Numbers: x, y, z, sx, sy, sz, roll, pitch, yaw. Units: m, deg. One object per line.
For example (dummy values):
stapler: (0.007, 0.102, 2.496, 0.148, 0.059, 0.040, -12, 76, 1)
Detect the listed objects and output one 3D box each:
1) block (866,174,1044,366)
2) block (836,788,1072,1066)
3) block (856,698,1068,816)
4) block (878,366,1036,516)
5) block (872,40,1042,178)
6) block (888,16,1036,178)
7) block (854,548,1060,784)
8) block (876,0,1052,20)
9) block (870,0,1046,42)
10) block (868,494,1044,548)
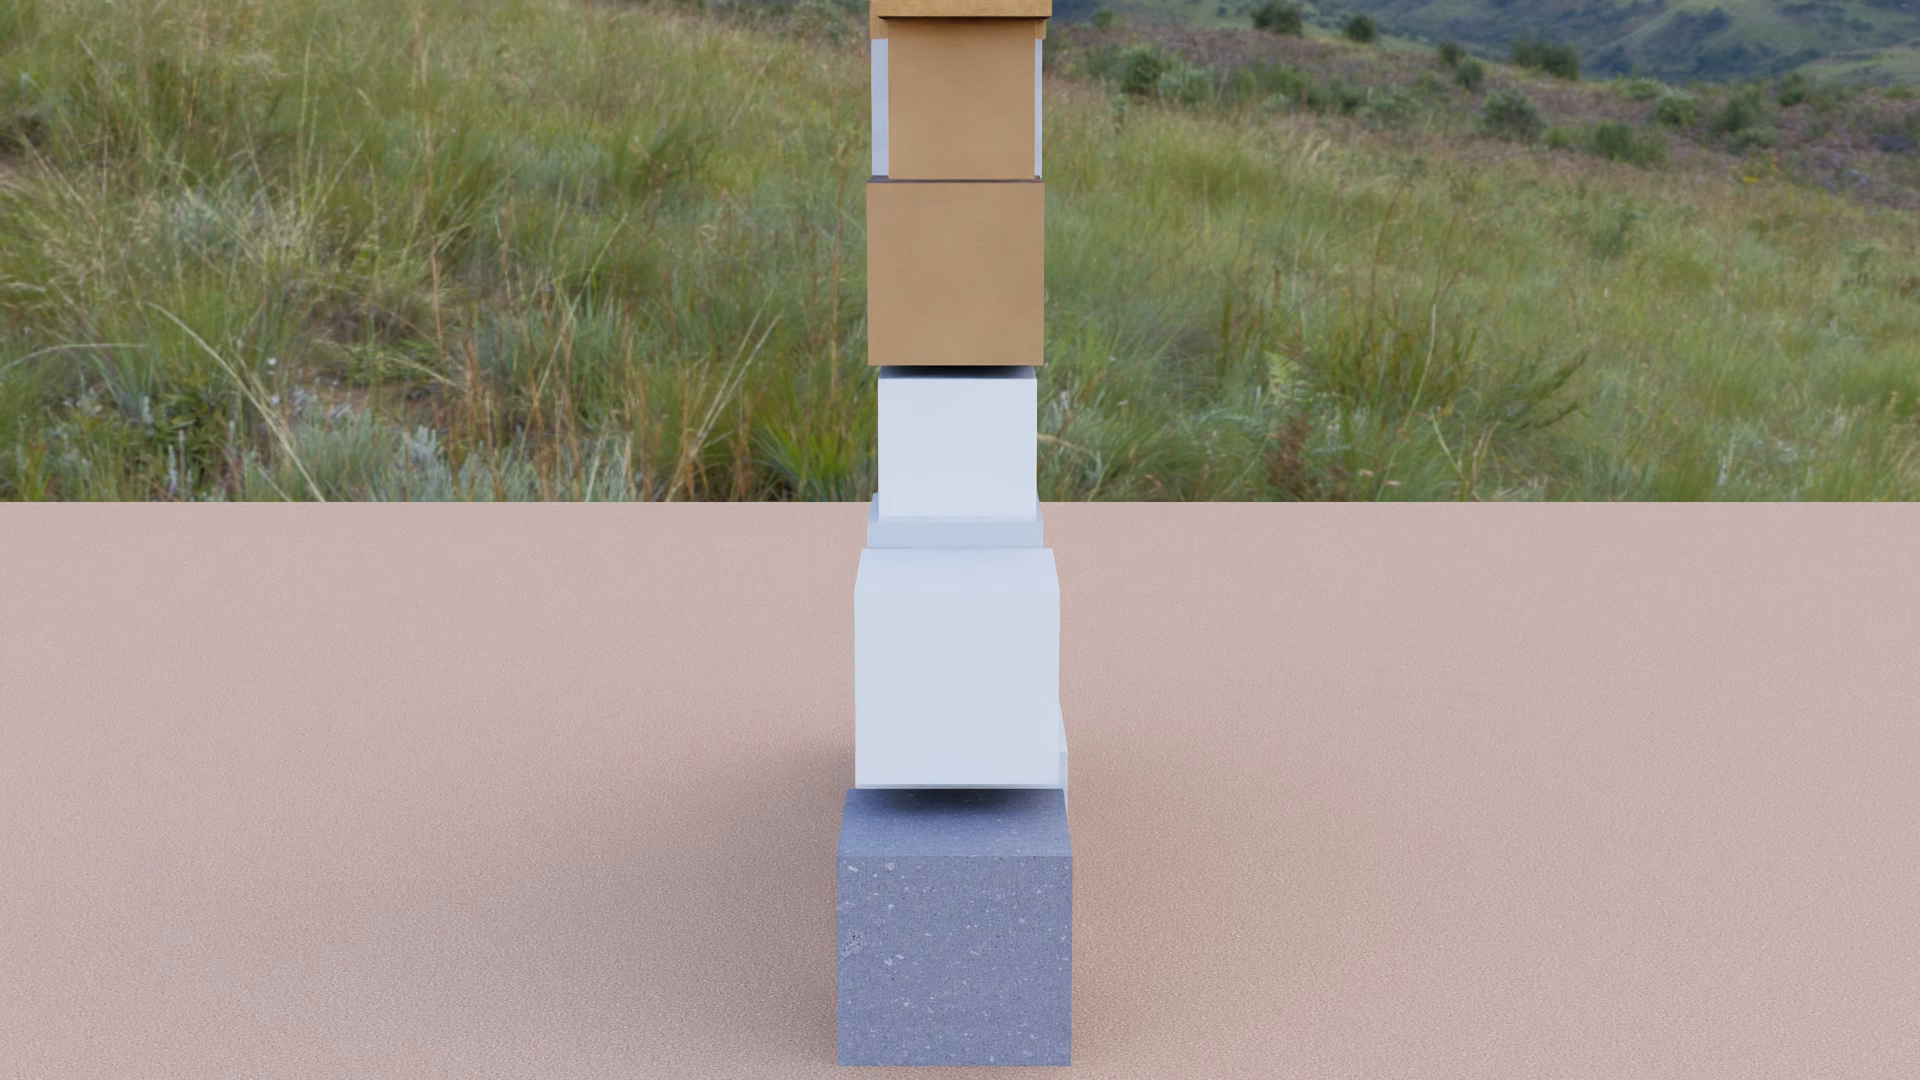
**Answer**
block: (-0.017, -1.104, 10.394, 0.692, 0.712, 0.713, 0, 11, 0)
block: (-0.019, 1.423, 9.553, 0.834, 0.782, 0.869, 0, 10, 0)
block: (0.006, 1.196, 10.391, 0.820, 0.928, 0.842, 0, 10, 0)
block: (-0.010, -0.410, 10.425, 0.626, 0.546, 0.543, 0, 10, 0)
block: (-0.014, -1.834, 11.157, 0.718, 0.660, 0.637, 0, 10, 0)
block: (0.007, -1.817, 10.531, 0.587, 0.639, 0.550, 0, 11, 0)
block: (-0.011, 0.468, 9.759, 0.747, 0.735, 0.734, 0, 12, 0)
block: (0.017, -2.409, 10.352, 0.686, 0.590, 0.710, 0, 11, 0)
block: (-0.009, -2.473, 11.129, 0.742, 0.609, 0.770, 0, 10, 0)
block: (-0.018, 0.278, 10.503, 0.691, 0.836, 0.748, 0, 10, 0)
